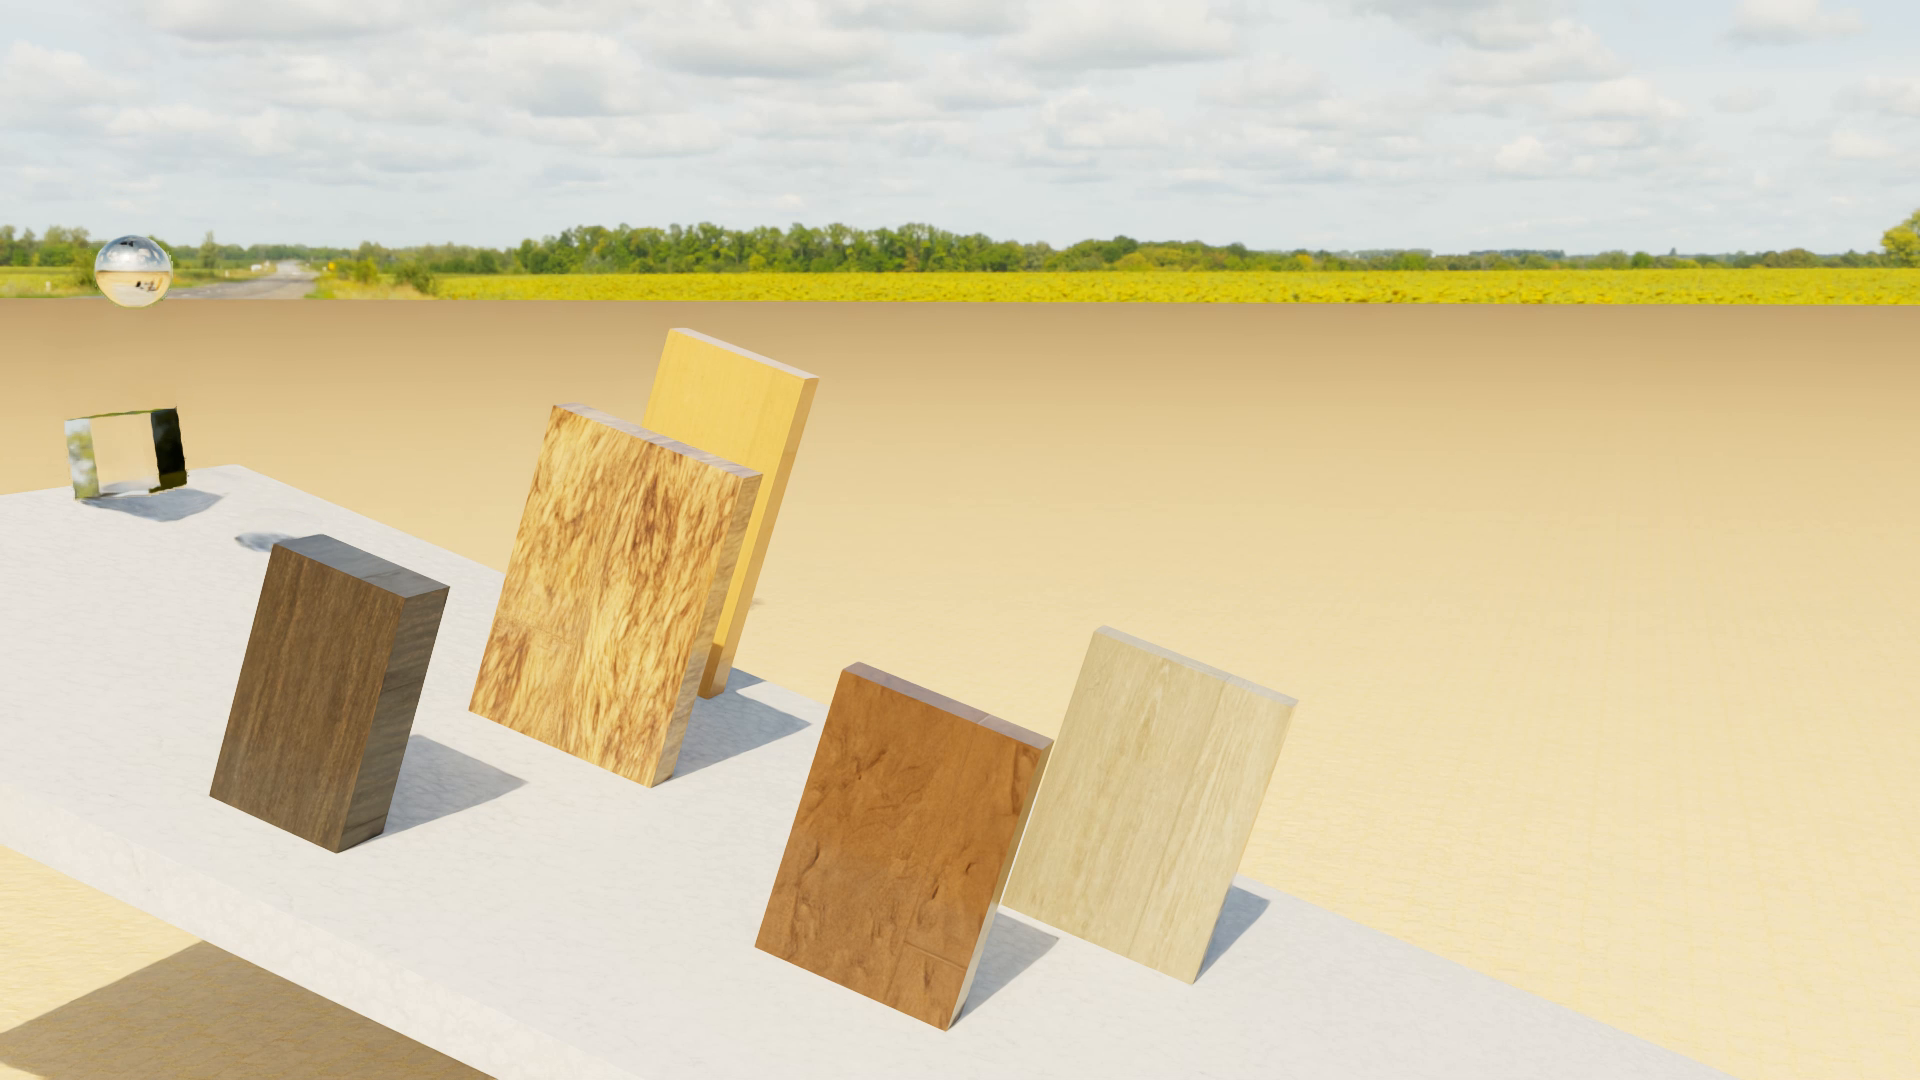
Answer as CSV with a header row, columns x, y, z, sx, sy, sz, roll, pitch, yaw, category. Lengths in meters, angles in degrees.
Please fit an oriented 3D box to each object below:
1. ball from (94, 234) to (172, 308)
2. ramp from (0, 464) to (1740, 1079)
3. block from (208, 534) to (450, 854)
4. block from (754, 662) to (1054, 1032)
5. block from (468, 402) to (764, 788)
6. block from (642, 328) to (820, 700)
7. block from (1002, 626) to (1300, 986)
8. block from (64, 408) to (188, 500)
x,y,z,sx,sy,sz,roll,pitch,yaw,category
-1.643,-0.534,4.369,0.144,0.144,0.144,0,7,0,ball
-0.351,0.659,4.222,4.000,0.100,2.000,21,12,14,ramp
-1.054,0.253,3.674,0.255,0.456,0.140,21,12,14,block
-0.098,0.517,3.726,0.365,0.520,0.082,21,12,14,block
-0.690,0.108,4.382,0.422,0.655,0.101,21,12,14,block
-0.598,-0.060,4.998,0.340,0.771,0.092,21,12,14,block
0.364,0.513,4.269,0.405,0.585,0.081,21,12,14,block
-1.893,-0.198,4.997,0.179,0.179,0.179,-4,7,8,block
